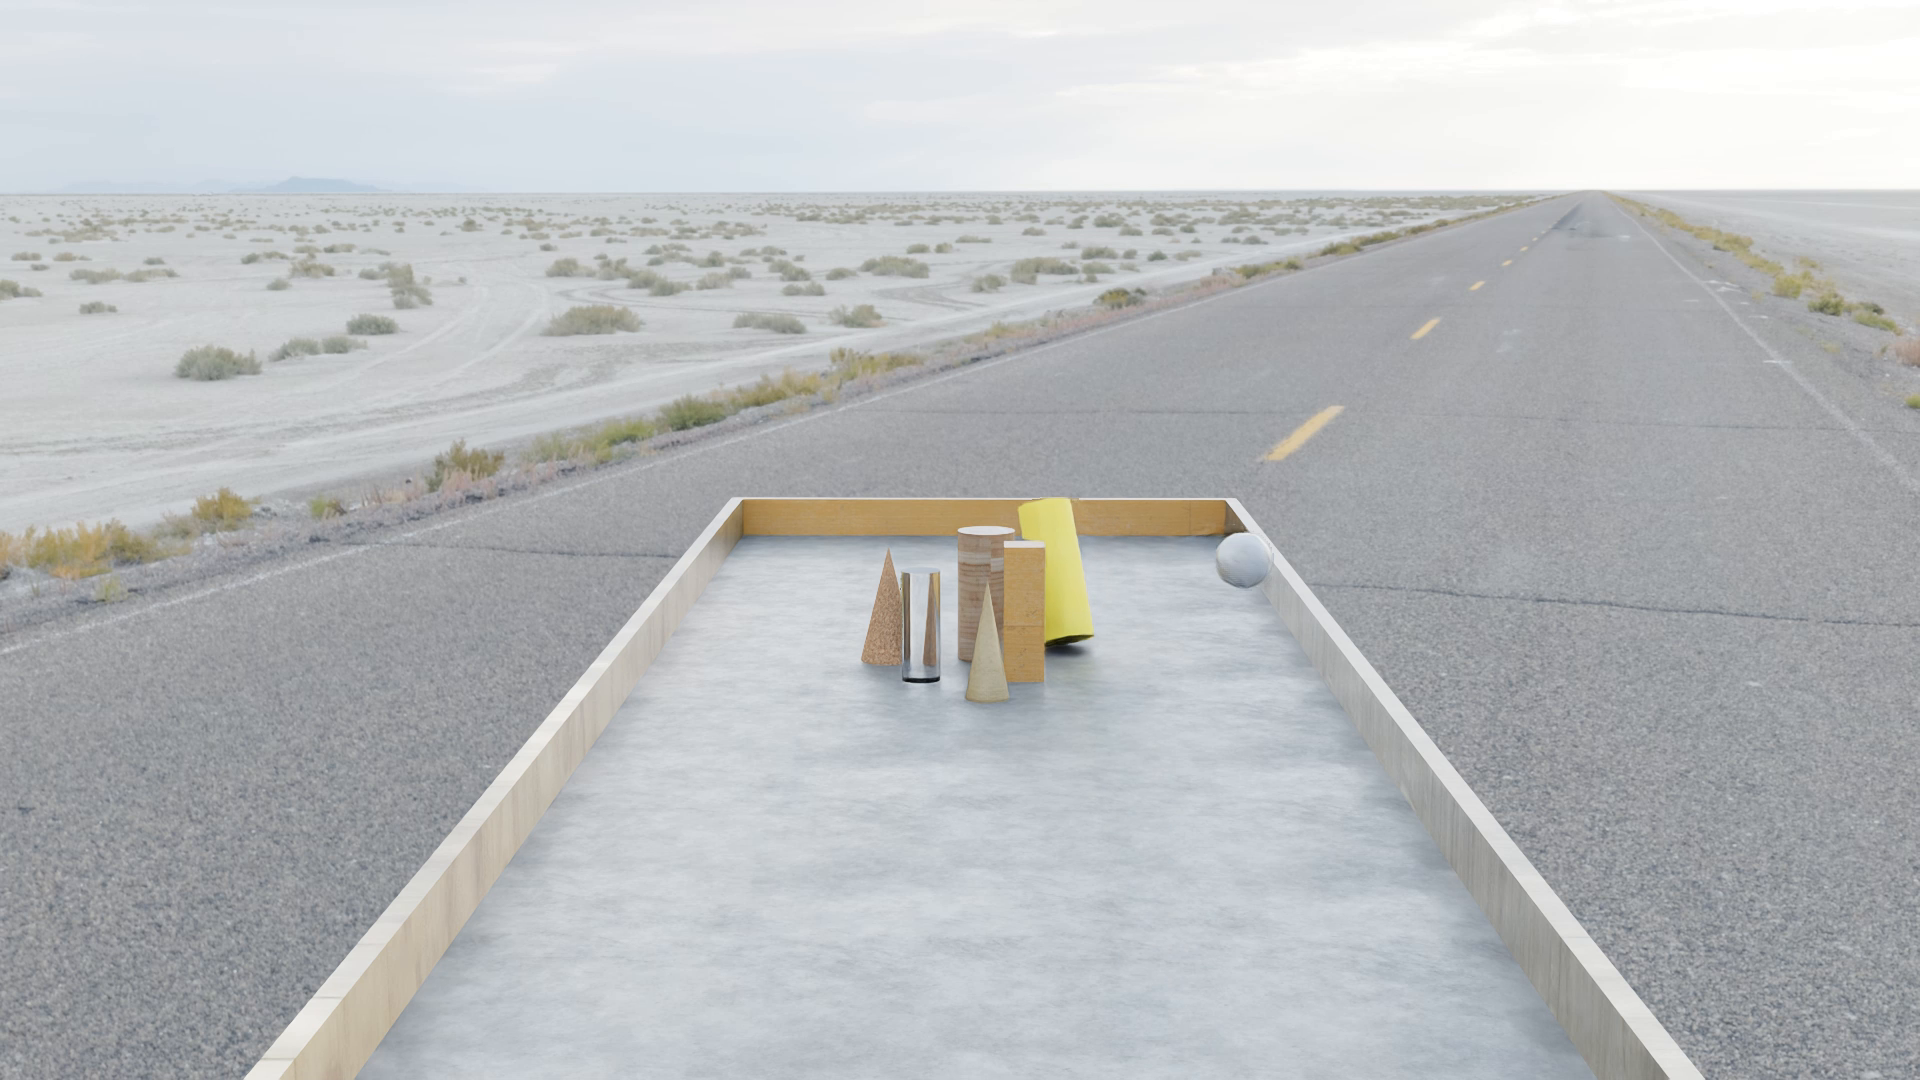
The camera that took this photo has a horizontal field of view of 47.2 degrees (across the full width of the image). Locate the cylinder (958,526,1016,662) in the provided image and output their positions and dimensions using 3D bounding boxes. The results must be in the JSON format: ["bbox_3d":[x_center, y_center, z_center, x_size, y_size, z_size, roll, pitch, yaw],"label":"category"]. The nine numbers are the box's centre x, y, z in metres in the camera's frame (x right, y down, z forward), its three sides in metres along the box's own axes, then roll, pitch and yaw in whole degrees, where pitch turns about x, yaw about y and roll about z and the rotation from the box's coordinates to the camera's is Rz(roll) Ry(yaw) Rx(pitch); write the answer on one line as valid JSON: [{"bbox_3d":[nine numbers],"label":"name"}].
[{"bbox_3d":[0.080,0.165,6.707,0.175,0.394,0.175,0,9,0],"label":"cylinder"}]

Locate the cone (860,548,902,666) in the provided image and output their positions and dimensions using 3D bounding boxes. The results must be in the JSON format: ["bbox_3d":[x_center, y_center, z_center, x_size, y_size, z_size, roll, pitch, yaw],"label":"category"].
[{"bbox_3d":[-0.216,0.191,6.684,0.173,0.350,0.173,0,9,0],"label":"cone"}]

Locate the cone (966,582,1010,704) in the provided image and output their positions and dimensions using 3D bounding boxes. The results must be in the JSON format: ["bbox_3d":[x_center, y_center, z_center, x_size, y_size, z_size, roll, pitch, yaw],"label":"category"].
[{"bbox_3d":[0.077,0.278,6.172,0.126,0.340,0.126,0,9,0],"label":"cone"}]

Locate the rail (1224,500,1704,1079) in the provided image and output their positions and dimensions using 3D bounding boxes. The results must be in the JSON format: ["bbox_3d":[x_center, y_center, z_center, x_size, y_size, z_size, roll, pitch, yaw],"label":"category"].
[{"bbox_3d":[1.046,0.843,3.208,0.050,0.150,12.000,0,9,1],"label":"rail"}]

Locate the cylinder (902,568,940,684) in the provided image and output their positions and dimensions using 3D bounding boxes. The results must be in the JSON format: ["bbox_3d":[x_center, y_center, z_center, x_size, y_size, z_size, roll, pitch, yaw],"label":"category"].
[{"bbox_3d":[-0.114,0.248,6.412,0.114,0.323,0.114,0,9,0],"label":"cylinder"}]

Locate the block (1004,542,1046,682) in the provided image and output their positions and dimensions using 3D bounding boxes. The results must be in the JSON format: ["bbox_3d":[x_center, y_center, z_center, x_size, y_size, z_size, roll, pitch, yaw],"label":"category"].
[{"bbox_3d":[0.187,0.208,6.430,0.118,0.396,0.118,0,9,1],"label":"block"}]

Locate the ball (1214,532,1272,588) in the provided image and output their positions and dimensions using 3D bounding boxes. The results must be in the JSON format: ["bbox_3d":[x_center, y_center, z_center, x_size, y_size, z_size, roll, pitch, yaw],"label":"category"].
[{"bbox_3d":[0.932,0.067,7.233,0.186,0.186,0.186,0,9,0],"label":"ball"}]

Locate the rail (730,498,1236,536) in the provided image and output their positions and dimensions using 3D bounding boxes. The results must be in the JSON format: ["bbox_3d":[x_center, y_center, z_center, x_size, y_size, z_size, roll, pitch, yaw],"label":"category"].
[{"bbox_3d":[0.099,-0.098,9.147,2.100,0.150,0.050,0,9,1],"label":"rail"}]

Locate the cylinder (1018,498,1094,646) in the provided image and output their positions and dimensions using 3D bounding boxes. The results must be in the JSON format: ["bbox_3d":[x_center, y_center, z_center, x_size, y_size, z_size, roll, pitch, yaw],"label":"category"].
[{"bbox_3d":[0.301,0.101,6.884,0.168,0.436,0.168,-9,-11,-2],"label":"cylinder"}]

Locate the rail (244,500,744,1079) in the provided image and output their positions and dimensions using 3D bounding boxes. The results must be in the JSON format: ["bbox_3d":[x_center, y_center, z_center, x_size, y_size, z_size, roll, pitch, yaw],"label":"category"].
[{"bbox_3d":[-1.004,0.839,3.234,0.050,0.150,12.000,0,9,1],"label":"rail"}]
